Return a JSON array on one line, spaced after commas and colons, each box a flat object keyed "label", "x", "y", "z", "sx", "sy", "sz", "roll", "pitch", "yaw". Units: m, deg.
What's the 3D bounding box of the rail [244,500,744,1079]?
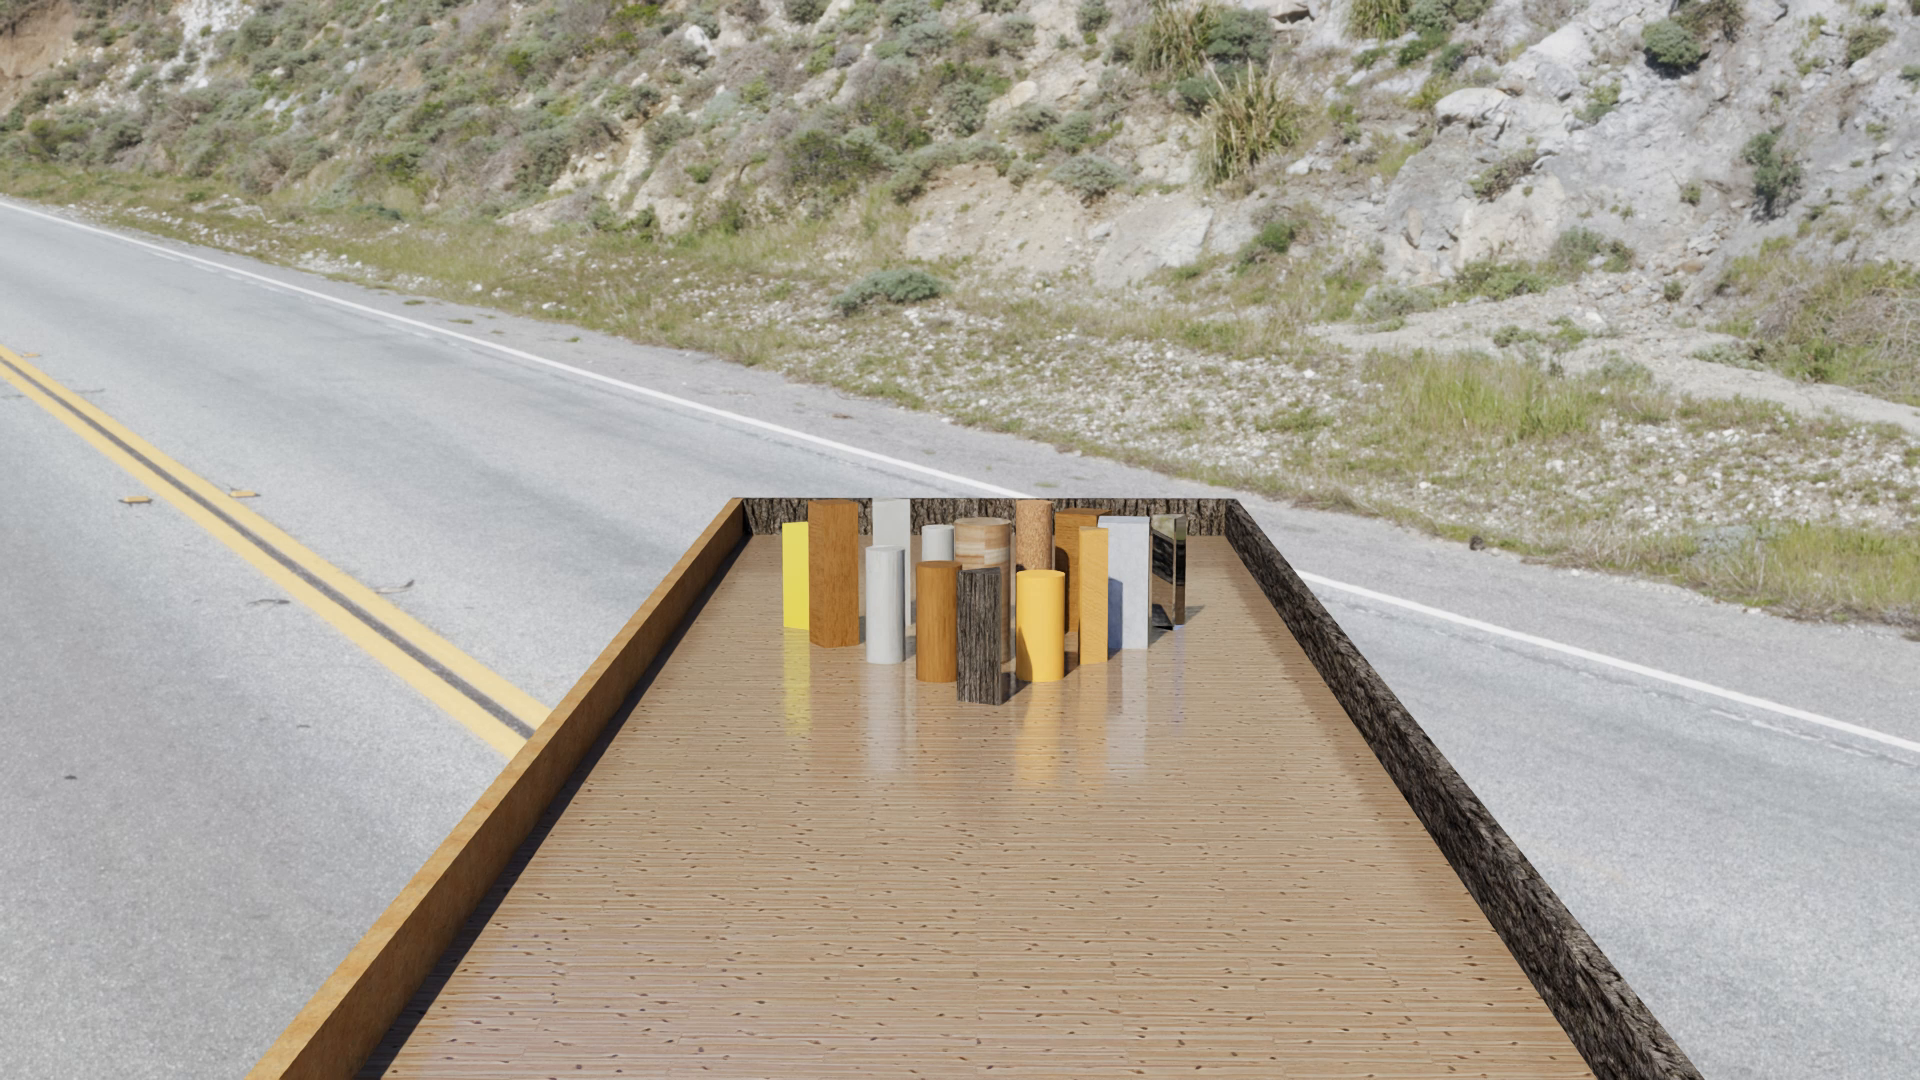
[{"label": "rail", "x": -1.004, "y": 0.839, "z": 3.234, "sx": 0.050, "sy": 0.150, "sz": 12.000, "roll": 0, "pitch": 9, "yaw": 1}]

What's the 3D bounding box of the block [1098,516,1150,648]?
[{"label": "block", "x": 0.514, "y": 0.132, "z": 6.918, "sx": 0.158, "sy": 0.394, "sz": 0.158, "roll": 1, "pitch": 9, "yaw": 6}]

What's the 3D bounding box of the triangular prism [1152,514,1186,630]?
[{"label": "triangular prism", "x": 0.700, "y": 0.102, "z": 7.186, "sx": 0.095, "sy": 0.369, "sz": 0.109, "roll": -7, "pitch": 11, "yaw": -36}]

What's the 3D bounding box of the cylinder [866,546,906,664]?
[{"label": "cylinder", "x": -0.226, "y": 0.195, "z": 6.678, "sx": 0.121, "sy": 0.344, "sz": 0.121, "roll": 0, "pitch": 9, "yaw": 0}]

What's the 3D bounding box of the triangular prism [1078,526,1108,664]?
[{"label": "triangular prism", "x": 0.384, "y": 0.165, "z": 6.663, "sx": 0.098, "sy": 0.409, "sz": 0.085, "roll": -5, "pitch": 10, "yaw": -30}]

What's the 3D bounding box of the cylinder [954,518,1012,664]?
[{"label": "cylinder", "x": 0.068, "y": 0.154, "z": 6.676, "sx": 0.173, "sy": 0.426, "sz": 0.173, "roll": 0, "pitch": 9, "yaw": 0}]

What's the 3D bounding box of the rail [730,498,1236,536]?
[{"label": "rail", "x": 0.099, "y": -0.098, "z": 9.147, "sx": 2.100, "sy": 0.150, "sz": 0.050, "roll": 0, "pitch": 9, "yaw": 1}]

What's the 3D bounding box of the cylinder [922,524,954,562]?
[{"label": "cylinder", "x": -0.067, "y": 0.143, "z": 6.922, "sx": 0.104, "sy": 0.371, "sz": 0.104, "roll": 0, "pitch": 9, "yaw": 0}]

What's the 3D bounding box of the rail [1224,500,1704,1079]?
[{"label": "rail", "x": 1.046, "y": 0.843, "z": 3.208, "sx": 0.050, "sy": 0.150, "sz": 12.000, "roll": 0, "pitch": 9, "yaw": 1}]

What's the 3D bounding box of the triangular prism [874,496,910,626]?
[{"label": "triangular prism", "x": -0.252, "y": 0.072, "z": 7.222, "sx": 0.138, "sy": 0.418, "sz": 0.119, "roll": -6, "pitch": 11, "yaw": -32}]

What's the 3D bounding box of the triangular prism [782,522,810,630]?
[{"label": "triangular prism", "x": -0.491, "y": 0.113, "z": 7.207, "sx": 0.133, "sy": 0.341, "sz": 0.115, "roll": 6, "pitch": 11, "yaw": 34}]

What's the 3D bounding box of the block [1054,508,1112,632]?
[{"label": "block", "x": 0.401, "y": 0.097, "z": 7.165, "sx": 0.142, "sy": 0.385, "sz": 0.142, "roll": 4, "pitch": 10, "yaw": 24}]

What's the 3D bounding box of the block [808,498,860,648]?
[{"label": "block", "x": -0.398, "y": 0.104, "z": 6.915, "sx": 0.119, "sy": 0.451, "sz": 0.119, "roll": -5, "pitch": 10, "yaw": -27}]

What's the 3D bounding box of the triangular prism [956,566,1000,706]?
[{"label": "triangular prism", "x": 0.080, "y": 0.265, "z": 6.162, "sx": 0.138, "sy": 0.368, "sz": 0.120, "roll": 5, "pitch": 10, "yaw": 29}]

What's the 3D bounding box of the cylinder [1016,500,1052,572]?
[{"label": "cylinder", "x": 0.232, "y": 0.104, "z": 6.912, "sx": 0.114, "sy": 0.450, "sz": 0.114, "roll": 0, "pitch": 9, "yaw": 0}]

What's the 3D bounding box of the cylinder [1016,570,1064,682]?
[{"label": "cylinder", "x": 0.236, "y": 0.250, "z": 6.448, "sx": 0.142, "sy": 0.307, "sz": 0.142, "roll": 0, "pitch": 9, "yaw": 0}]

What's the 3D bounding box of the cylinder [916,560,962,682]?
[{"label": "cylinder", "x": -0.061, "y": 0.237, "z": 6.430, "sx": 0.136, "sy": 0.338, "sz": 0.136, "roll": 0, "pitch": 9, "yaw": 0}]
